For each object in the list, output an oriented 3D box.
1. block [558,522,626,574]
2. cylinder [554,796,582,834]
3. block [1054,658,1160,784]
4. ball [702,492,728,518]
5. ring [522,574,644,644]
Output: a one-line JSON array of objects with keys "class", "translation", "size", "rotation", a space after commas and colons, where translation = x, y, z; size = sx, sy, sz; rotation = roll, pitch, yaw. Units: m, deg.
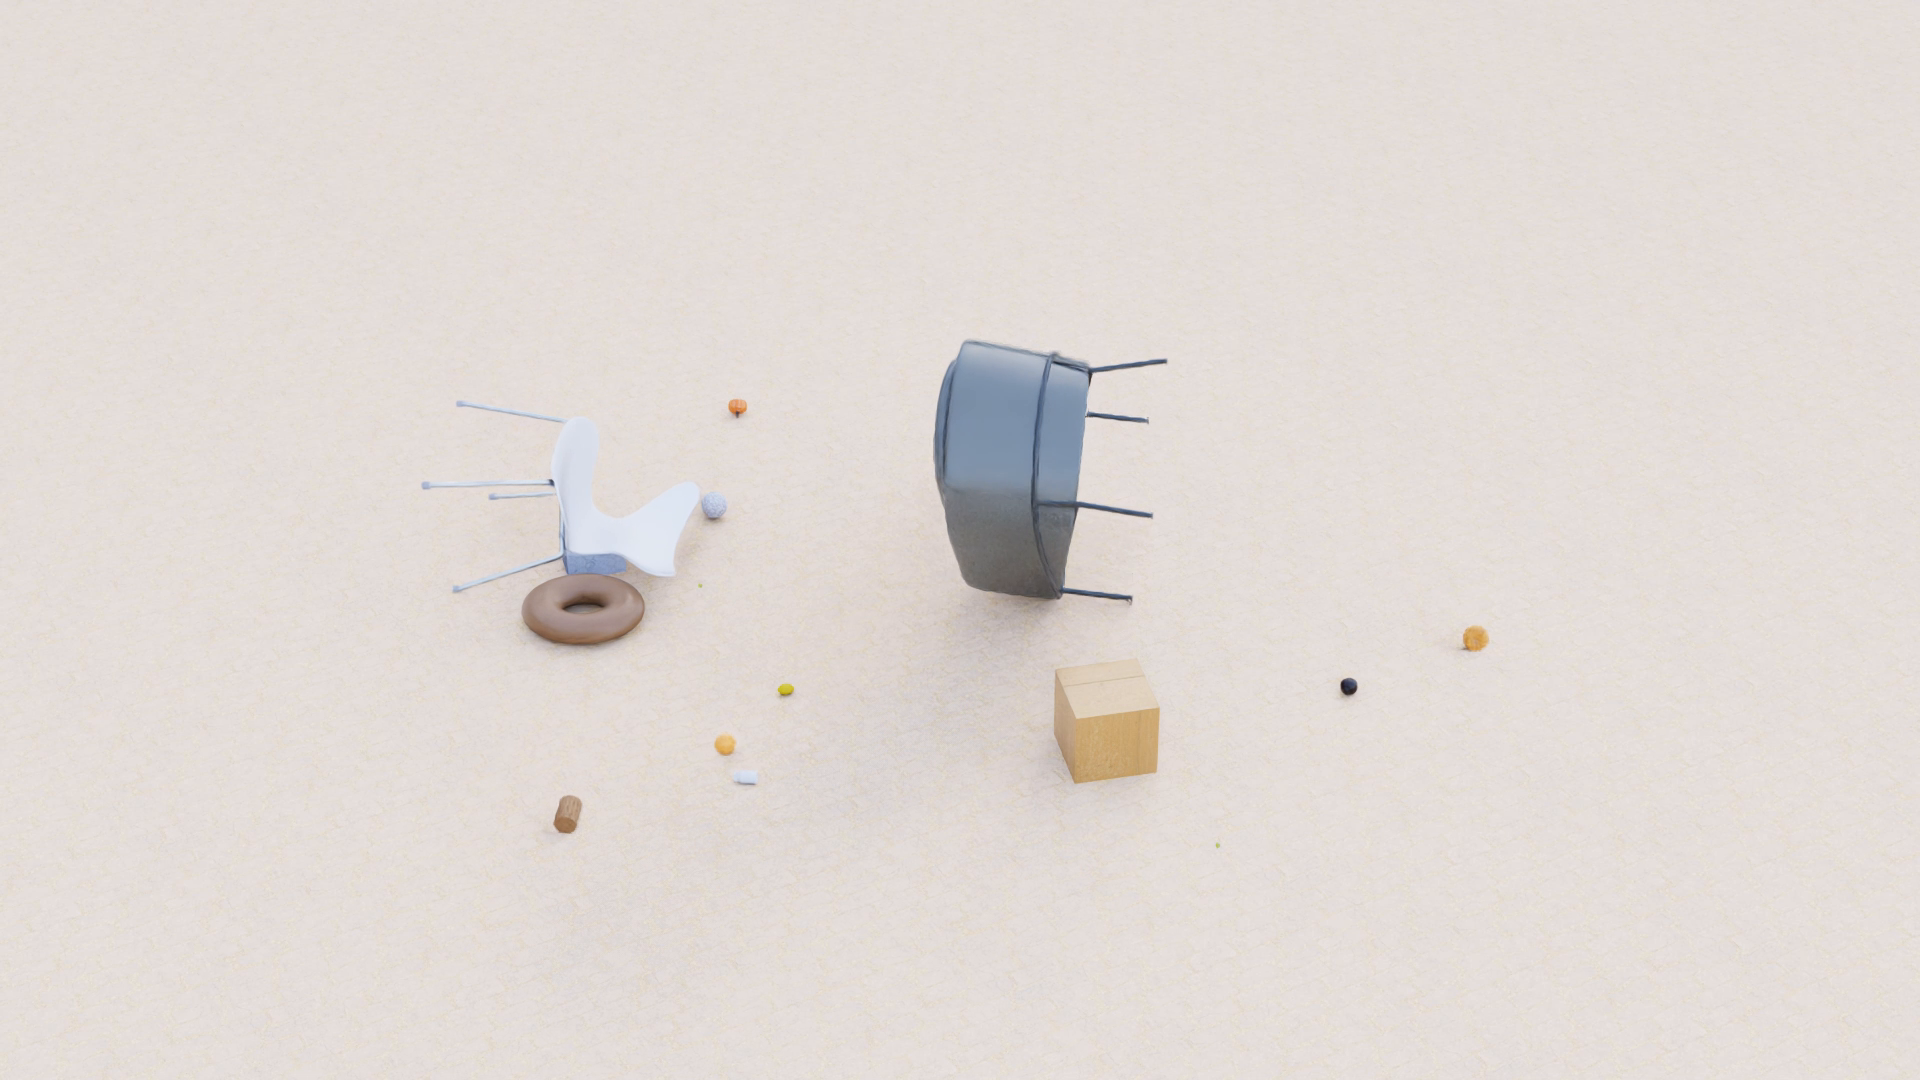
[{"class": "block", "translation": [-1.351, 0.039, 10.782], "size": [0.213, 0.112, 0.173], "rotation": [-9, 34, -13]}, {"class": "cylinder", "translation": [-1.275, 0.891, 9.531], "size": [0.074, 0.068, 0.112], "rotation": [15, 33, -5]}, {"class": "block", "translation": [0.487, 0.603, 9.784], "size": [0.283, 0.270, 0.283], "rotation": [-7, 34, -11]}, {"class": "ball", "translation": [-0.925, -0.132, 11.053], "size": [0.101, 0.101, 0.101], "rotation": [0, 33, 0]}, {"class": "ring", "translation": [-1.347, 0.245, 10.479], "size": [0.441, 0.105, 0.373], "rotation": [1, 34, 0]}]
